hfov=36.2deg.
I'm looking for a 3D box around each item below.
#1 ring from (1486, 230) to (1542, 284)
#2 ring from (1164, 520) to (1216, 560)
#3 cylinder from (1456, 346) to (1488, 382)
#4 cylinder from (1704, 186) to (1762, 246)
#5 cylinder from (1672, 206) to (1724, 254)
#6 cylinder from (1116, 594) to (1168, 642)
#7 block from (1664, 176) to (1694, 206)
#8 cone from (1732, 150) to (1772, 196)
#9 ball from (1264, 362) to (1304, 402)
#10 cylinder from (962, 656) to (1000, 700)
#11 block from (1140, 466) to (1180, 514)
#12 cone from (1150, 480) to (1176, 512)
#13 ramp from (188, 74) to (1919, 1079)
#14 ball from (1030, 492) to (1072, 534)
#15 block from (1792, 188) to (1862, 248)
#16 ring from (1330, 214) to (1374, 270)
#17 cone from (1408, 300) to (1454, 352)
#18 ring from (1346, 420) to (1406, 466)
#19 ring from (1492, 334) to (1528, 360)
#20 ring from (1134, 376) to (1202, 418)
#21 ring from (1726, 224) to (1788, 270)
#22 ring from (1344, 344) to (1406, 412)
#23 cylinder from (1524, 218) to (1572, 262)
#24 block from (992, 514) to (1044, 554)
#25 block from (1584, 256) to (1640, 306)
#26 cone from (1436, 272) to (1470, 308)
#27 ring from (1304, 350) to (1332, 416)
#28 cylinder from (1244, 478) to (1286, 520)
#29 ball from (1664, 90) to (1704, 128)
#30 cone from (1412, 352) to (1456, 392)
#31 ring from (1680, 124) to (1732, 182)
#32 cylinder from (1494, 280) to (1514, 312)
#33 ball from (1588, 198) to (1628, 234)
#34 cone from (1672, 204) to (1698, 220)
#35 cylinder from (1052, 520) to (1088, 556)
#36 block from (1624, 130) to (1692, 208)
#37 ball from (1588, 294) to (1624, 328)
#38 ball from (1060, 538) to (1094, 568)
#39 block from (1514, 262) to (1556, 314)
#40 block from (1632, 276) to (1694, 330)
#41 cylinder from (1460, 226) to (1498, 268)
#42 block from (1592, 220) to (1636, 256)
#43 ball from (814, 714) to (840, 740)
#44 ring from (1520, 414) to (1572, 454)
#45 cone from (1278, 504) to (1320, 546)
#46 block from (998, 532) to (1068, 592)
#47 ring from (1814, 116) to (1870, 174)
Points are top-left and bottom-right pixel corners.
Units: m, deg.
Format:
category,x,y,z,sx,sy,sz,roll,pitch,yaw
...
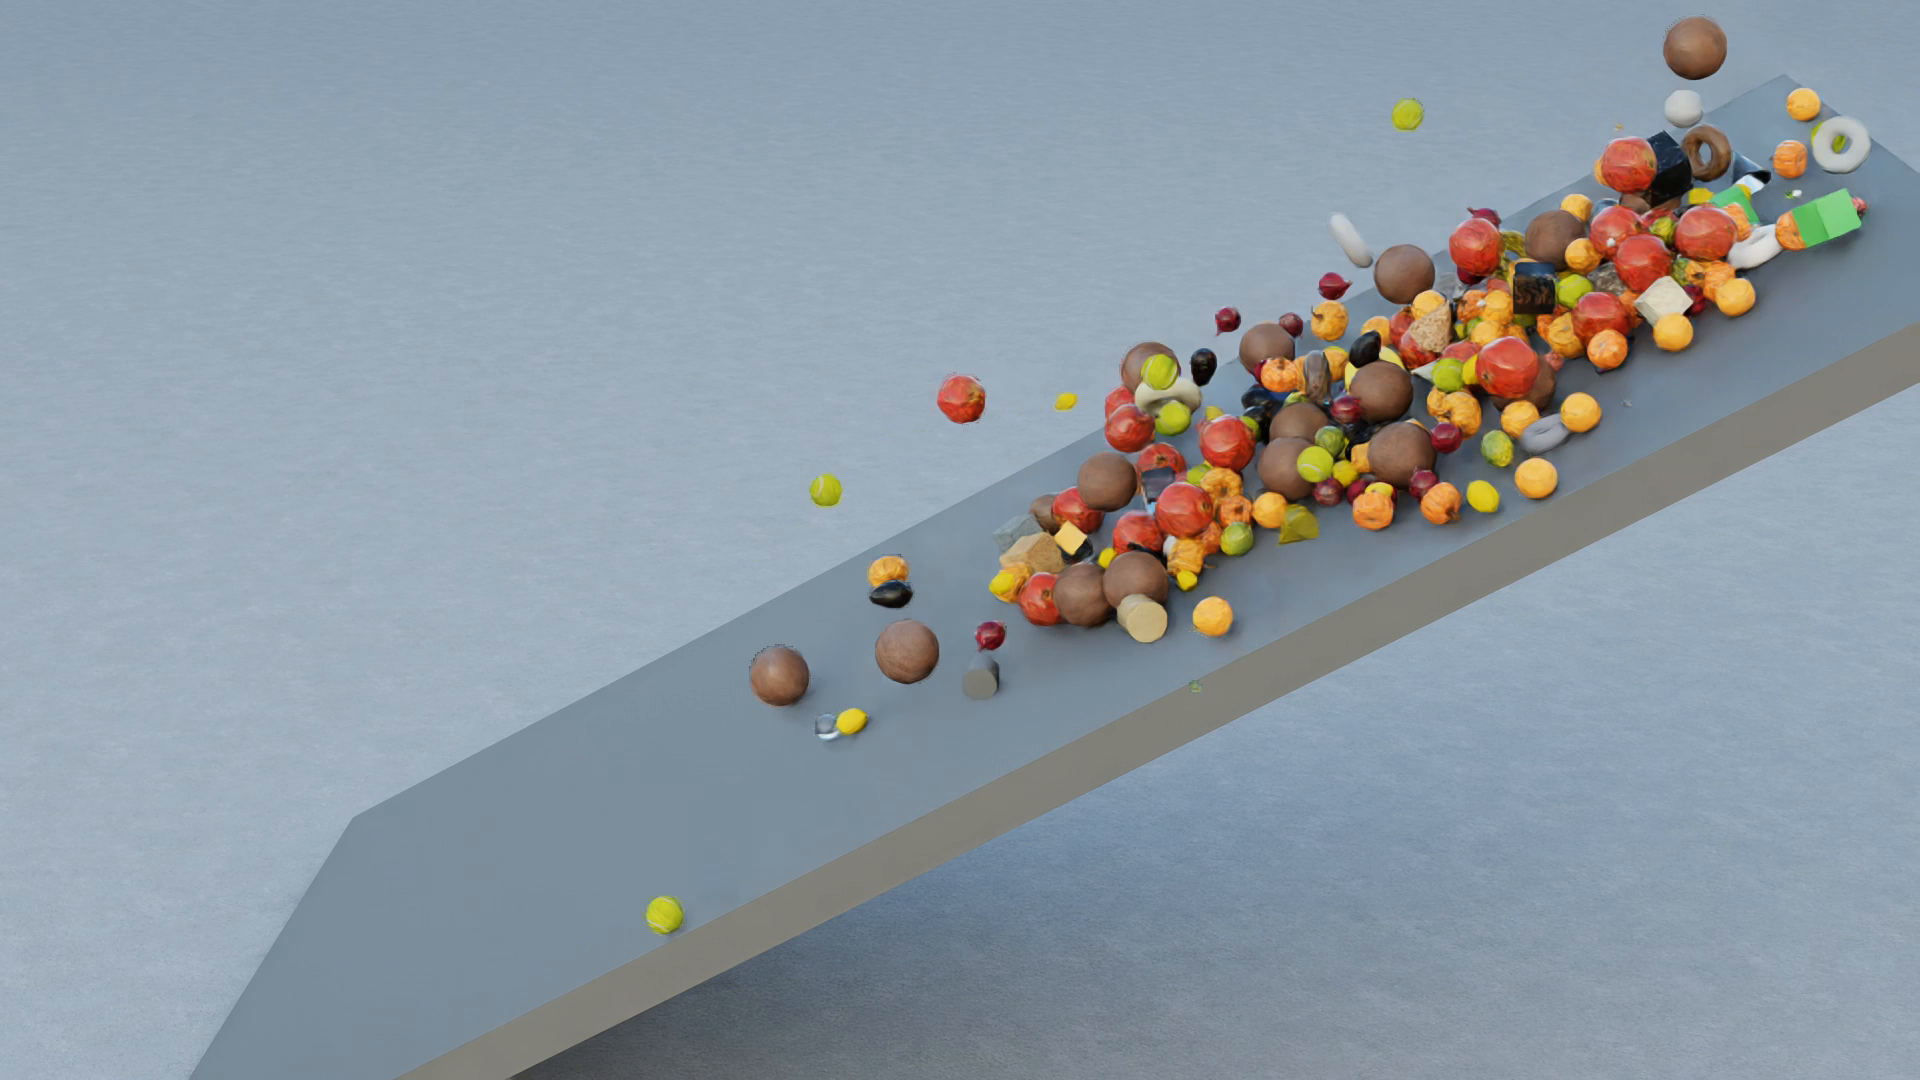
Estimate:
category,x,y,z,sx,sy,sz,roll,pitch,yaw
ring,1.148,-0.586,6.101,0.128,0.128,0.043,-9,-24,-25
ring,0.464,-0.001,5.933,0.118,0.039,0.118,-28,14,8
cylinder,1.036,-0.359,5.987,0.054,0.054,0.054,-34,29,-14
cylinder,1.544,-0.648,5.886,0.086,0.086,0.086,-31,14,9
cylinder,1.456,-0.612,5.803,0.069,0.069,0.069,-36,29,-13
cylinder,0.345,0.147,5.571,0.080,0.080,0.080,-3,10,-10
block,1.527,-0.789,6.340,0.079,0.079,0.079,31,51,-18
cone,1.621,-0.773,6.092,0.088,0.088,0.088,-8,61,-22
ball,0.719,-0.350,6.526,0.085,0.085,0.085,0,18,0
cylinder,0.041,0.271,5.783,0.069,0.069,0.069,2,20,5
block,0.403,-0.101,5.941,0.063,0.063,0.063,-11,63,-4
cone,0.420,-0.085,6.261,0.060,0.060,0.060,29,12,-7
ramp,0.142,0.167,6.283,4.000,0.100,2.000,-27,14,11
ball,0.201,-0.060,6.542,0.095,0.095,0.095,0,18,0
block,1.625,-0.604,5.518,0.077,0.077,0.077,-23,1,-19
ring,0.894,-0.682,6.718,0.048,0.144,0.144,-33,14,12
cone,0.968,-0.447,5.930,0.097,0.097,0.097,11,42,-10
ring,0.827,-0.192,5.852,0.131,0.044,0.131,-28,17,10
ring,1.120,-0.392,5.990,0.078,0.026,0.078,-29,14,8
ring,0.448,-0.306,6.323,0.146,0.049,0.146,3,-24,1
ring,1.546,-0.568,5.706,0.126,0.042,0.126,-31,14,8
ring,0.859,-0.335,6.093,0.138,0.138,0.046,13,9,34
cylinder,1.281,-0.647,6.399,0.082,0.082,0.082,-19,15,12
block,0.134,-0.003,6.523,0.076,0.076,0.076,-39,16,-30
block,1.311,-0.511,5.913,0.076,0.076,0.076,-22,16,30
cone,1.096,-0.543,6.537,0.076,0.076,0.076,3,52,8
ring,0.751,-0.329,6.163,0.047,0.141,0.141,-6,16,13
cylinder,0.610,-0.084,5.875,0.061,0.061,0.061,-28,13,7
ball,1.605,-0.956,6.522,0.085,0.085,0.085,0,18,0
cone,0.952,-0.339,5.929,0.085,0.085,0.085,1,18,1
ring,1.552,-0.807,6.123,0.041,0.122,0.122,-16,24,-36
cylinder,1.179,-0.527,6.264,0.060,0.060,0.060,-28,14,8
ball,1.400,-0.696,6.352,0.083,0.083,0.083,0,18,0
cone,1.450,-0.635,5.855,0.053,0.053,0.053,-17,18,6
cylinder,0.224,-0.004,6.001,0.052,0.052,0.052,39,23,1
block,1.422,-0.754,5.988,0.093,0.093,0.093,-27,52,-3
ball,1.274,-0.451,5.800,0.066,0.066,0.066,0,18,0
ball,0.247,0.023,6.220,0.070,0.070,0.070,0,18,0
block,1.131,-0.496,5.788,0.076,0.076,0.076,3,31,15
block,1.323,-0.447,5.537,0.068,0.068,0.068,-44,5,-5
cylinder,1.174,-0.659,6.613,0.070,0.070,0.070,-8,-18,-24
block,1.378,-0.636,6.187,0.054,0.054,0.054,21,2,-34
ball,-0.273,0.385,6.054,0.053,0.053,0.053,0,18,0
ring,1.074,-0.194,5.384,0.103,0.034,0.103,-27,19,10
cone,0.620,-0.012,5.525,0.080,0.080,0.080,22,43,-22
block,0.157,0.046,6.285,0.087,0.087,0.087,-14,22,49
ring,1.704,-0.763,5.683,0.115,0.115,0.038,16,9,40
